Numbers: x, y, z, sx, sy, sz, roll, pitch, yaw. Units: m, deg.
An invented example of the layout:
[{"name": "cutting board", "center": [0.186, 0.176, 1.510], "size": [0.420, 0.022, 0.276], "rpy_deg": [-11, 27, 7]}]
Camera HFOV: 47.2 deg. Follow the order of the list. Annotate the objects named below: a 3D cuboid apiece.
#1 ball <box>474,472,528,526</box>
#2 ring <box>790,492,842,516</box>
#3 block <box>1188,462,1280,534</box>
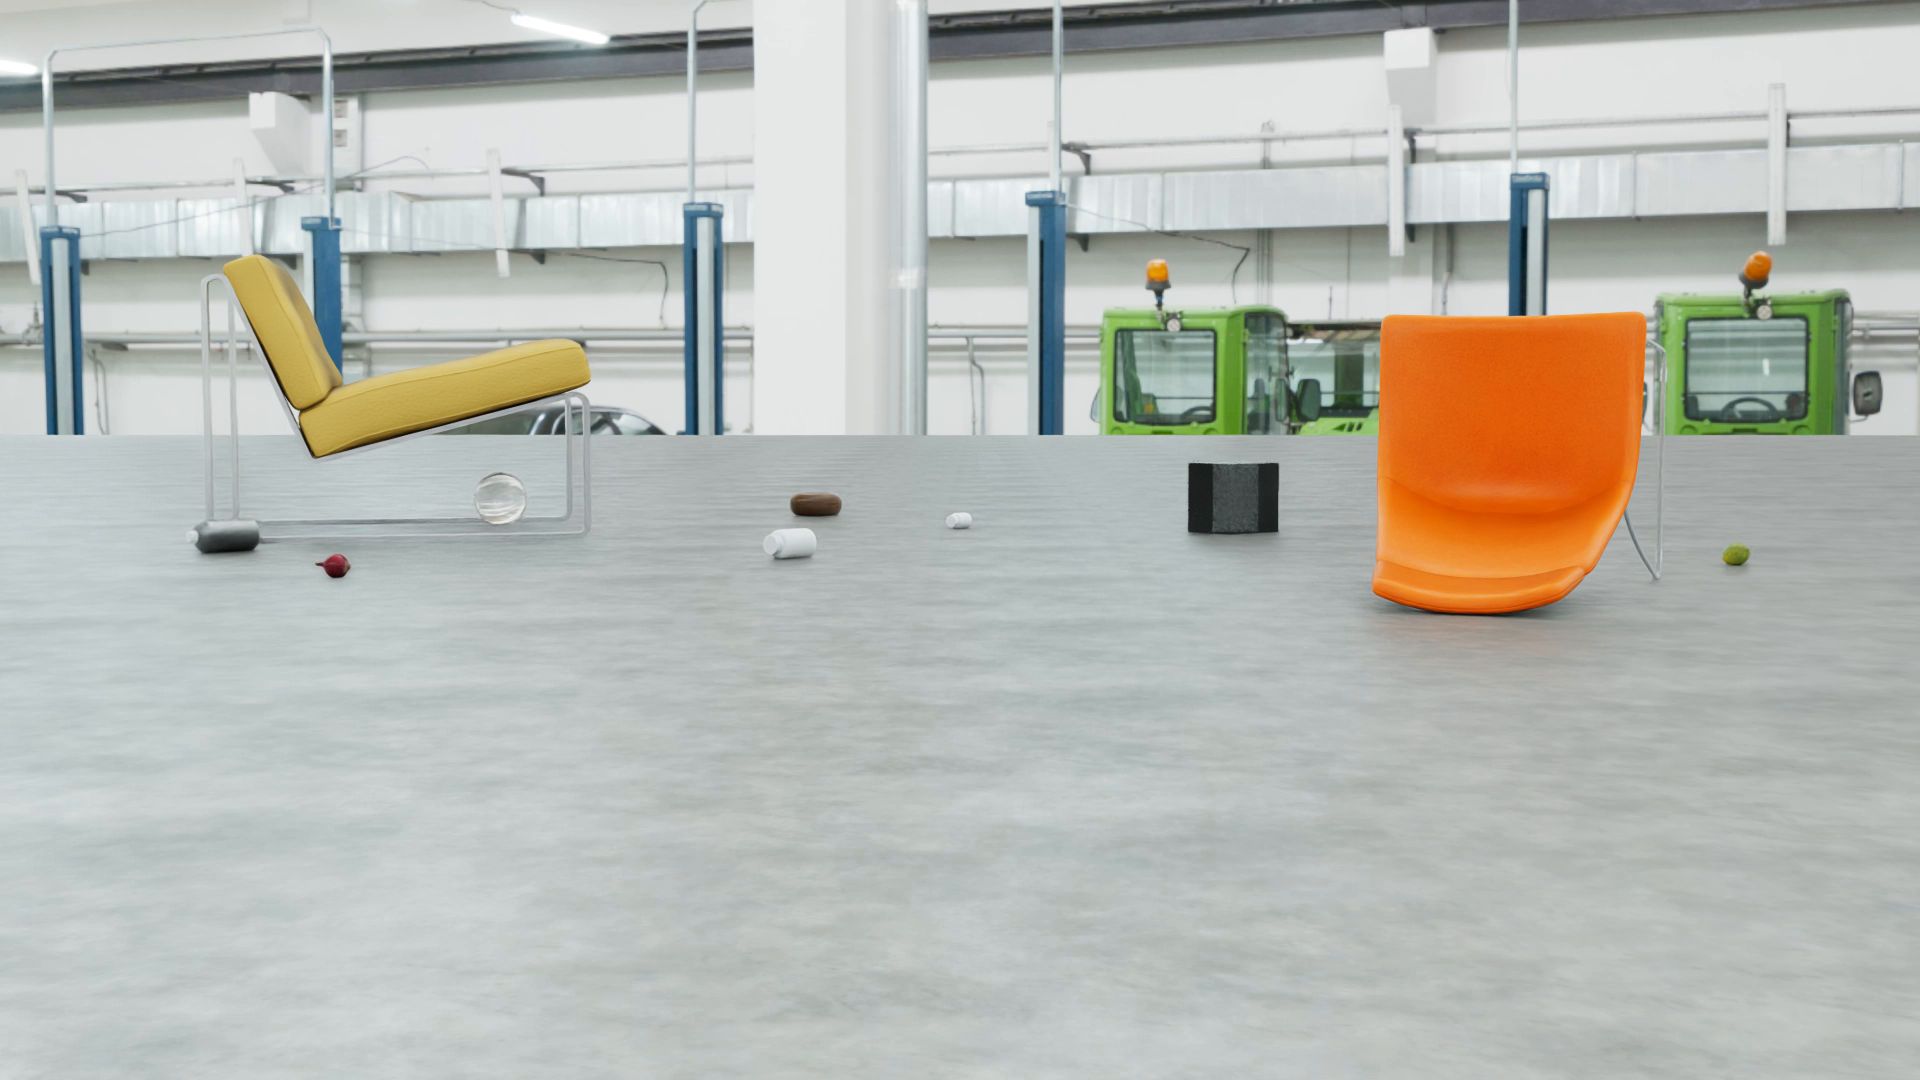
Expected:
[{"name": "ball", "center": [-1.517, -0.138, 7.258], "size": [0.177, 0.177, 0.177], "rpy_deg": [0, 4, 0]}, {"name": "ring", "center": [-0.513, -0.129, 7.837], "size": [0.157, 0.082, 0.213], "rpy_deg": [5, 5, 40]}, {"name": "block", "center": [0.859, -0.134, 6.909], "size": [0.220, 0.218, 0.180], "rpy_deg": [-3, 5, -39]}]
